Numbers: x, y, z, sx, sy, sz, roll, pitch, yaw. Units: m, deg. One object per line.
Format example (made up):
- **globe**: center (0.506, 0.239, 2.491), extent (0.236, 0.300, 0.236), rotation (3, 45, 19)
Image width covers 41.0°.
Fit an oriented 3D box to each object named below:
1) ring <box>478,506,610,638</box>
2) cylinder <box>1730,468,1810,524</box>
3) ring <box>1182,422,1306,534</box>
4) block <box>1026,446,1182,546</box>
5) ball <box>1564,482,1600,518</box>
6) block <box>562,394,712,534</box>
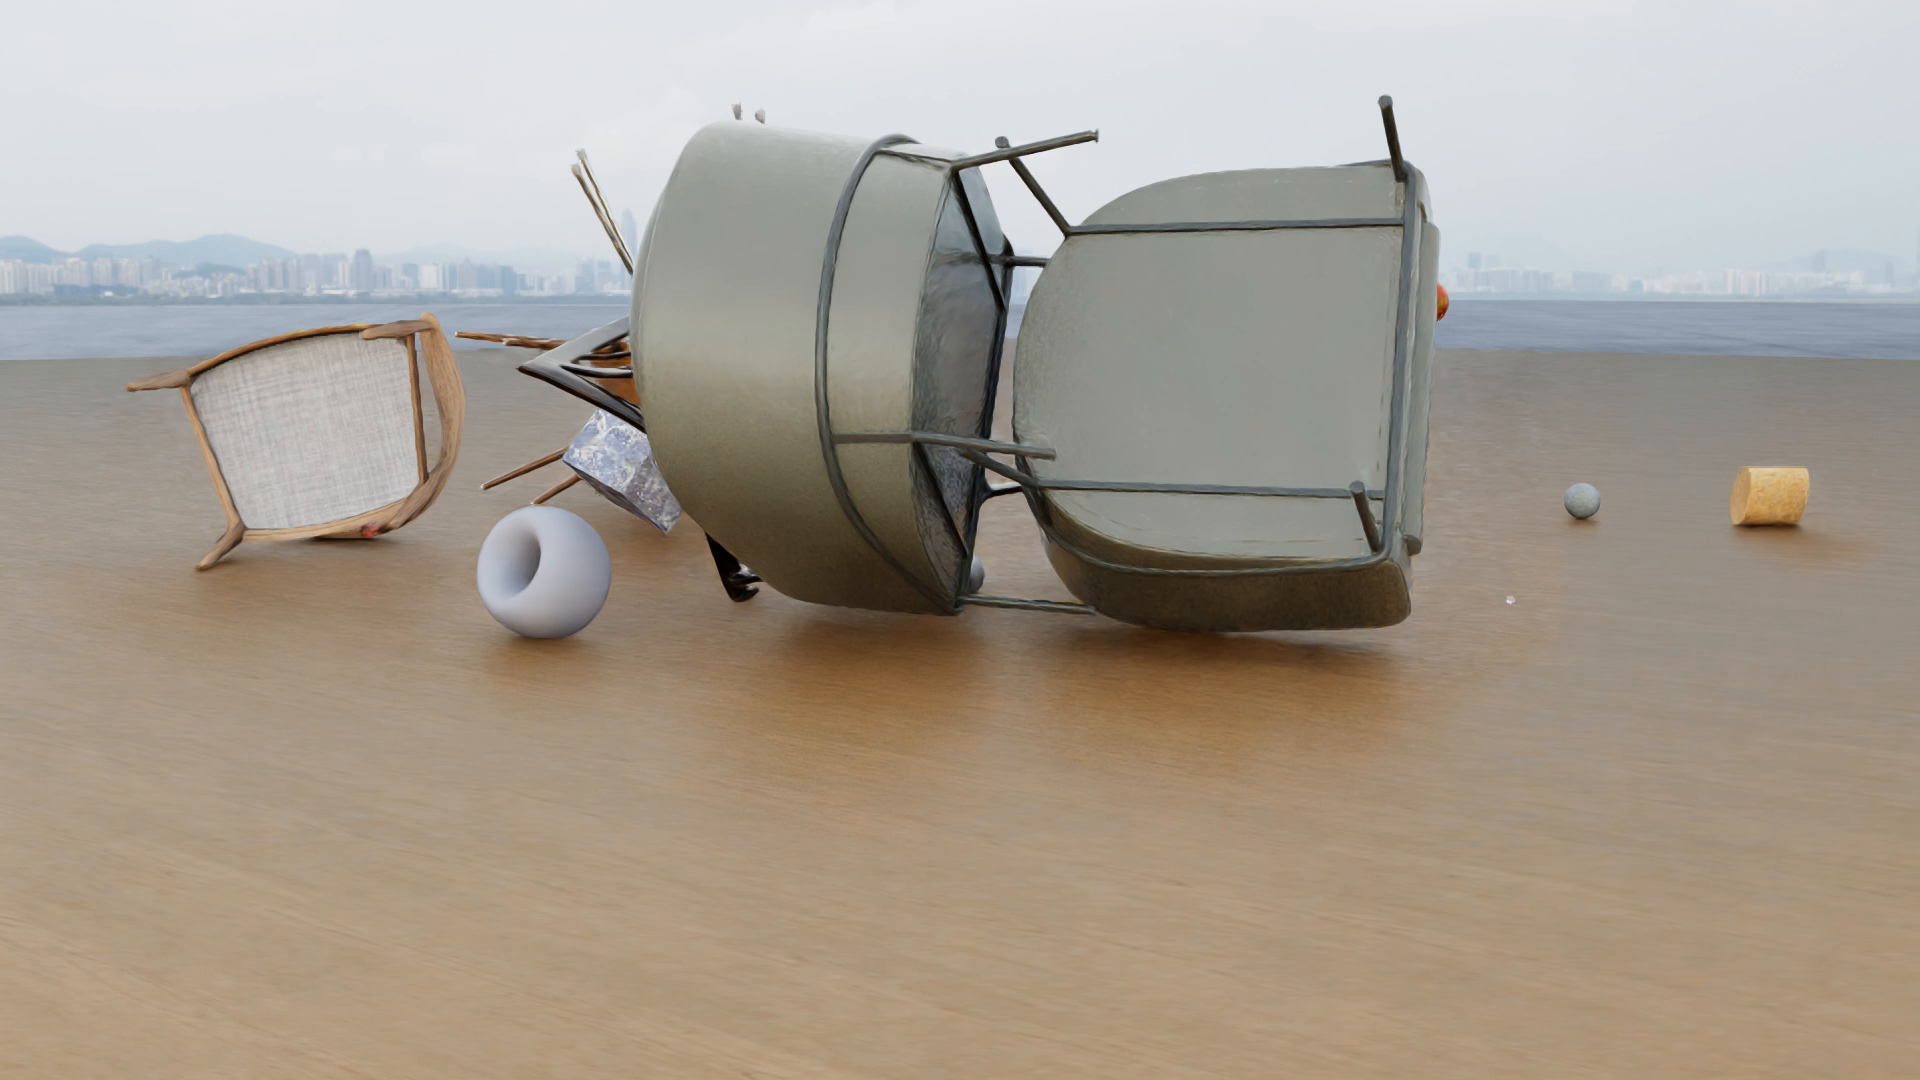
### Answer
- **ring**: center (-0.760, 0.059, 4.688), extent (0.238, 0.243, 0.167), rotation (-25, -29, 27)
- **cylinder**: center (2.134, -0.115, 6.763), extent (0.158, 0.172, 0.103), rotation (-1, 38, -7)
- **ring**: center (0.560, -0.124, 5.044), extent (0.334, 0.172, 0.108), rotation (-36, -7, -33)
- **block**: center (0.322, -0.099, 5.718), extent (0.328, 0.136, 0.136), rotation (-12, -20, -49)
- **ball**: center (1.691, -0.106, 6.972), extent (0.097, 0.097, 0.097), rotation (0, 6, 0)
- **block**: center (-0.824, -0.194, 6.549), extent (0.233, 0.205, 0.231), rotation (28, -11, 35)
